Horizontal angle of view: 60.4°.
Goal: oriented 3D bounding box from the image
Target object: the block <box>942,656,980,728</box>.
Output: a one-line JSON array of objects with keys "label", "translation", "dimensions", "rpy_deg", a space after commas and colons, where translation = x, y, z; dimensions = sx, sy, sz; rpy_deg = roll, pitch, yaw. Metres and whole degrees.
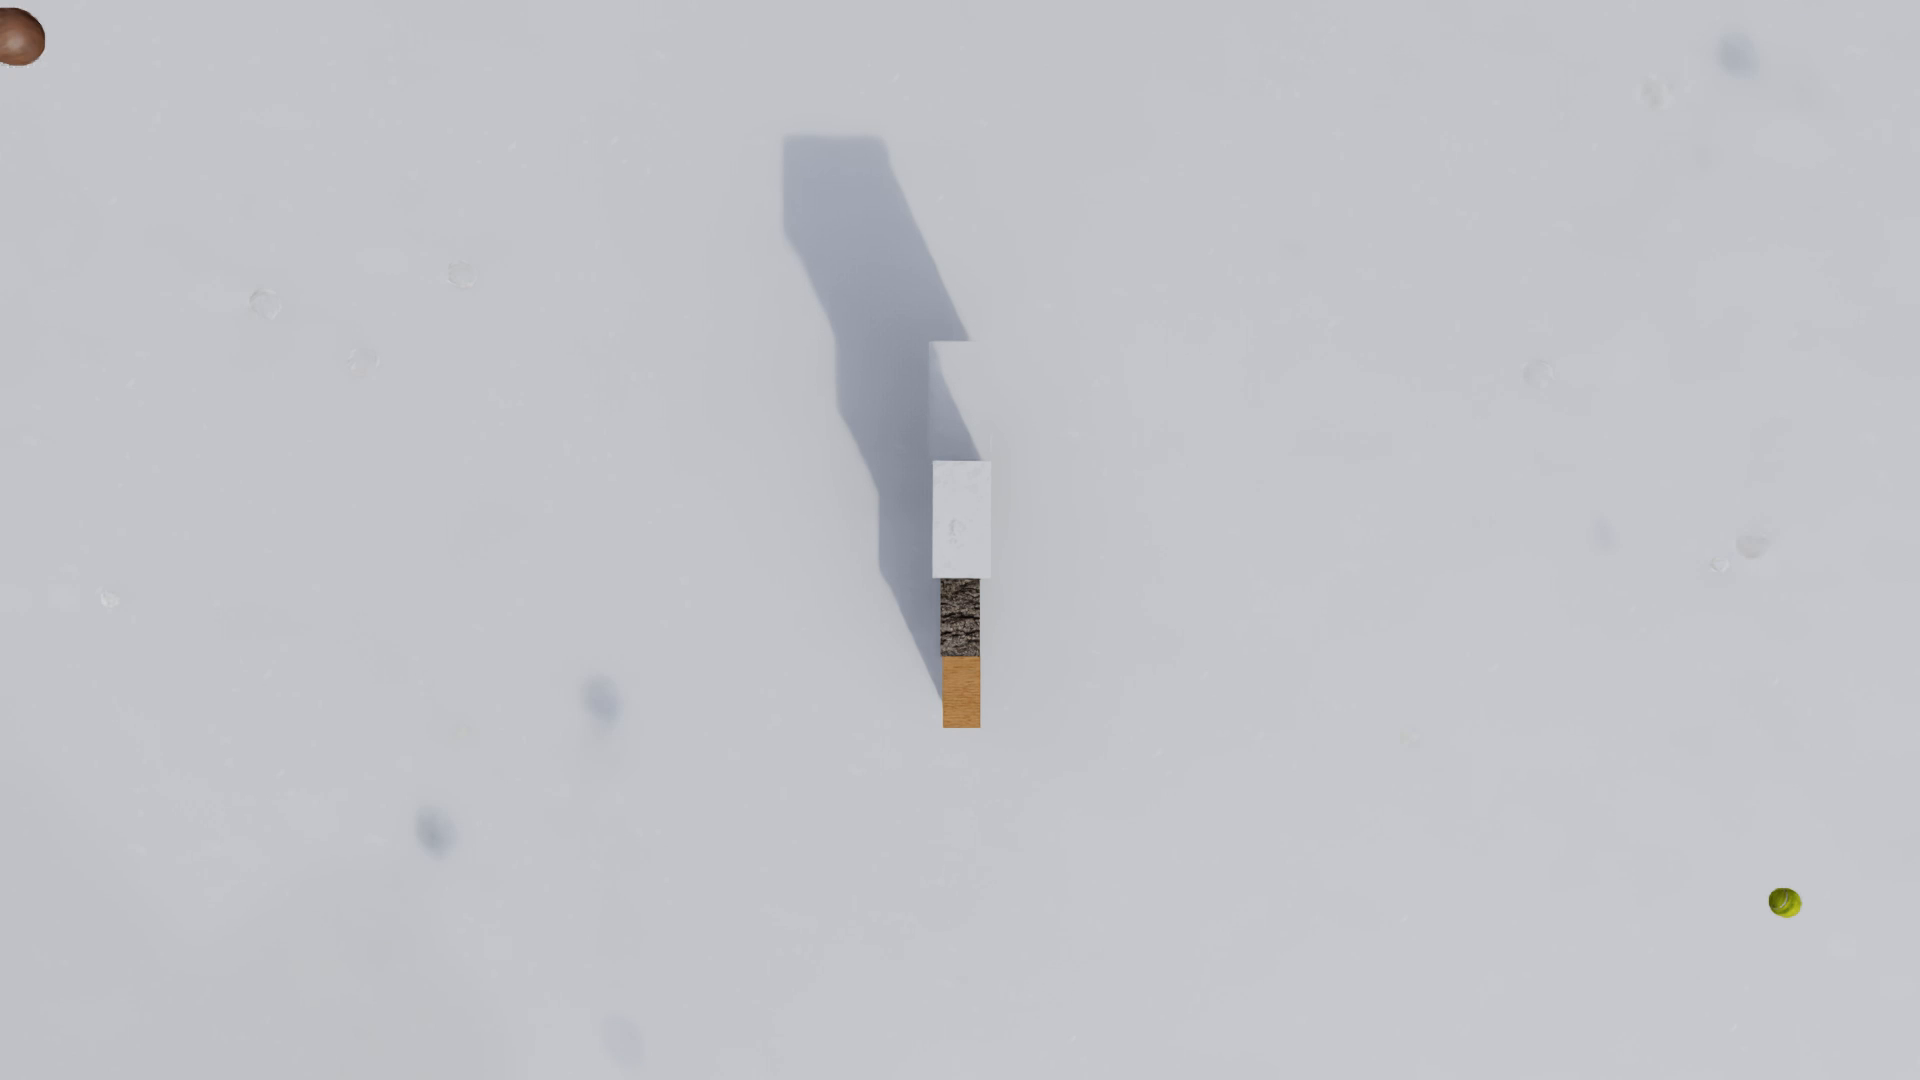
[{"label": "block", "translation": [0.005, 0.462, 5.084], "dimensions": [0.117, 0.033, 0.233], "rpy_deg": [0, 90, 0]}]

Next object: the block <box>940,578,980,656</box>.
[{"label": "block", "translation": [0.001, 0.225, 4.824], "dimensions": [0.115, 0.033, 0.230], "rpy_deg": [0, 90, 0]}]

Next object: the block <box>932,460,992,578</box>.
[{"label": "block", "translation": [0.005, -0.056, 4.513], "dimensions": [0.160, 0.045, 0.320], "rpy_deg": [0, 90, 0]}]

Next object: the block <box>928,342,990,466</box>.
[{"label": "block", "translation": [-0.002, -0.400, 4.835], "dimensions": [0.179, 0.051, 0.358], "rpy_deg": [0, 88, 0]}]
